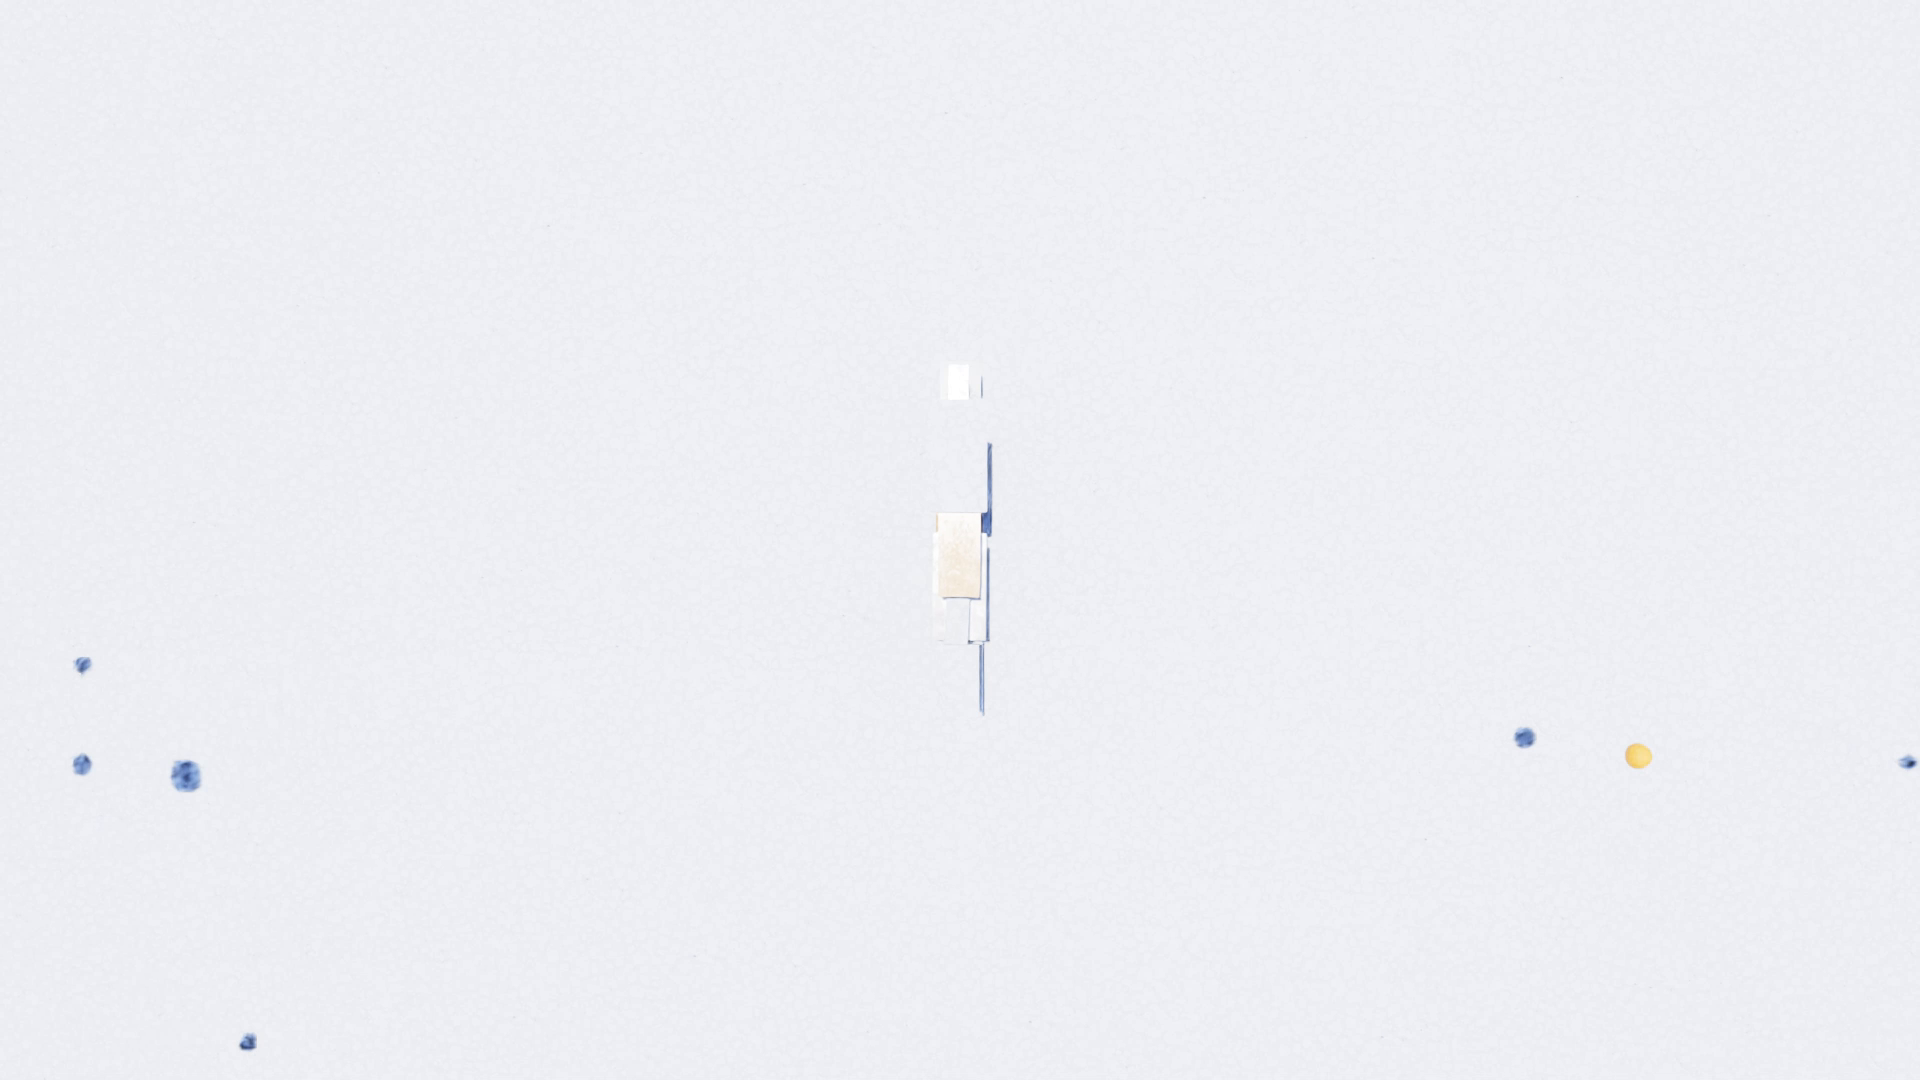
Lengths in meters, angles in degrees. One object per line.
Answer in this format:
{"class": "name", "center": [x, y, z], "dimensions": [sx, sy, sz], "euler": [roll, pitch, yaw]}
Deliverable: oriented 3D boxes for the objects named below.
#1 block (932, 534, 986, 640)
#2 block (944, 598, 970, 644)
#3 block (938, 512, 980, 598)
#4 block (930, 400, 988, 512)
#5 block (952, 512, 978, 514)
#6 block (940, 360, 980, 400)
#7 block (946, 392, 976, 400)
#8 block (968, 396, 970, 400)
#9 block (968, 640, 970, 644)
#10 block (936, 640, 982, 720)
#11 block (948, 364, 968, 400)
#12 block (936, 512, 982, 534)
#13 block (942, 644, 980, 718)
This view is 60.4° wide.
{"class": "block", "center": [-0.002, 0.137, 4.854], "dimensions": [0.157, 0.044, 0.313], "euler": [0, 90, 0]}
{"class": "block", "center": [-0.008, 0.230, 4.691], "dimensions": [0.066, 0.019, 0.131], "euler": [3, 90, 0]}
{"class": "block", "center": [-0.002, 0.042, 4.583], "dimensions": [0.116, 0.033, 0.232], "euler": [1, 90, 0]}
{"class": "block", "center": [-0.003, -0.233, 4.574], "dimensions": [0.156, 0.044, 0.312], "euler": [0, 90, 0]}
{"class": "block", "center": [-0.004, -0.137, 4.924], "dimensions": [0.113, 0.032, 0.226], "euler": [0, 90, 0]}
{"class": "block", "center": [0.002, -0.436, 5.224], "dimensions": [0.129, 0.036, 0.257], "euler": [0, 90, 0]}
{"class": "block", "center": [0.002, -0.349, 4.966], "dimensions": [0.094, 0.027, 0.187], "euler": [0, 90, 0]}
{"class": "block", "center": [-0.003, -0.413, 4.893], "dimensions": [0.059, 0.118, 0.017], "euler": [0, 90, 0]}
{"class": "block", "center": [-0.005, 0.370, 5.012], "dimensions": [0.072, 0.020, 0.143], "euler": [0, 90, 0]}
{"class": "block", "center": [-0.003, 0.418, 5.186], "dimensions": [0.147, 0.042, 0.293], "euler": [0, 90, 0]}
{"class": "block", "center": [-0.004, -0.453, 4.826], "dimensions": [0.059, 0.017, 0.118], "euler": [0, 90, 0]}
{"class": "block", "center": [-0.003, -0.156, 5.187], "dimensions": [0.146, 0.041, 0.292], "euler": [0, 90, 0]}
{"class": "block", "center": [0.003, 0.407, 4.777], "dimensions": [0.105, 0.030, 0.210], "euler": [0, 90, 0]}
